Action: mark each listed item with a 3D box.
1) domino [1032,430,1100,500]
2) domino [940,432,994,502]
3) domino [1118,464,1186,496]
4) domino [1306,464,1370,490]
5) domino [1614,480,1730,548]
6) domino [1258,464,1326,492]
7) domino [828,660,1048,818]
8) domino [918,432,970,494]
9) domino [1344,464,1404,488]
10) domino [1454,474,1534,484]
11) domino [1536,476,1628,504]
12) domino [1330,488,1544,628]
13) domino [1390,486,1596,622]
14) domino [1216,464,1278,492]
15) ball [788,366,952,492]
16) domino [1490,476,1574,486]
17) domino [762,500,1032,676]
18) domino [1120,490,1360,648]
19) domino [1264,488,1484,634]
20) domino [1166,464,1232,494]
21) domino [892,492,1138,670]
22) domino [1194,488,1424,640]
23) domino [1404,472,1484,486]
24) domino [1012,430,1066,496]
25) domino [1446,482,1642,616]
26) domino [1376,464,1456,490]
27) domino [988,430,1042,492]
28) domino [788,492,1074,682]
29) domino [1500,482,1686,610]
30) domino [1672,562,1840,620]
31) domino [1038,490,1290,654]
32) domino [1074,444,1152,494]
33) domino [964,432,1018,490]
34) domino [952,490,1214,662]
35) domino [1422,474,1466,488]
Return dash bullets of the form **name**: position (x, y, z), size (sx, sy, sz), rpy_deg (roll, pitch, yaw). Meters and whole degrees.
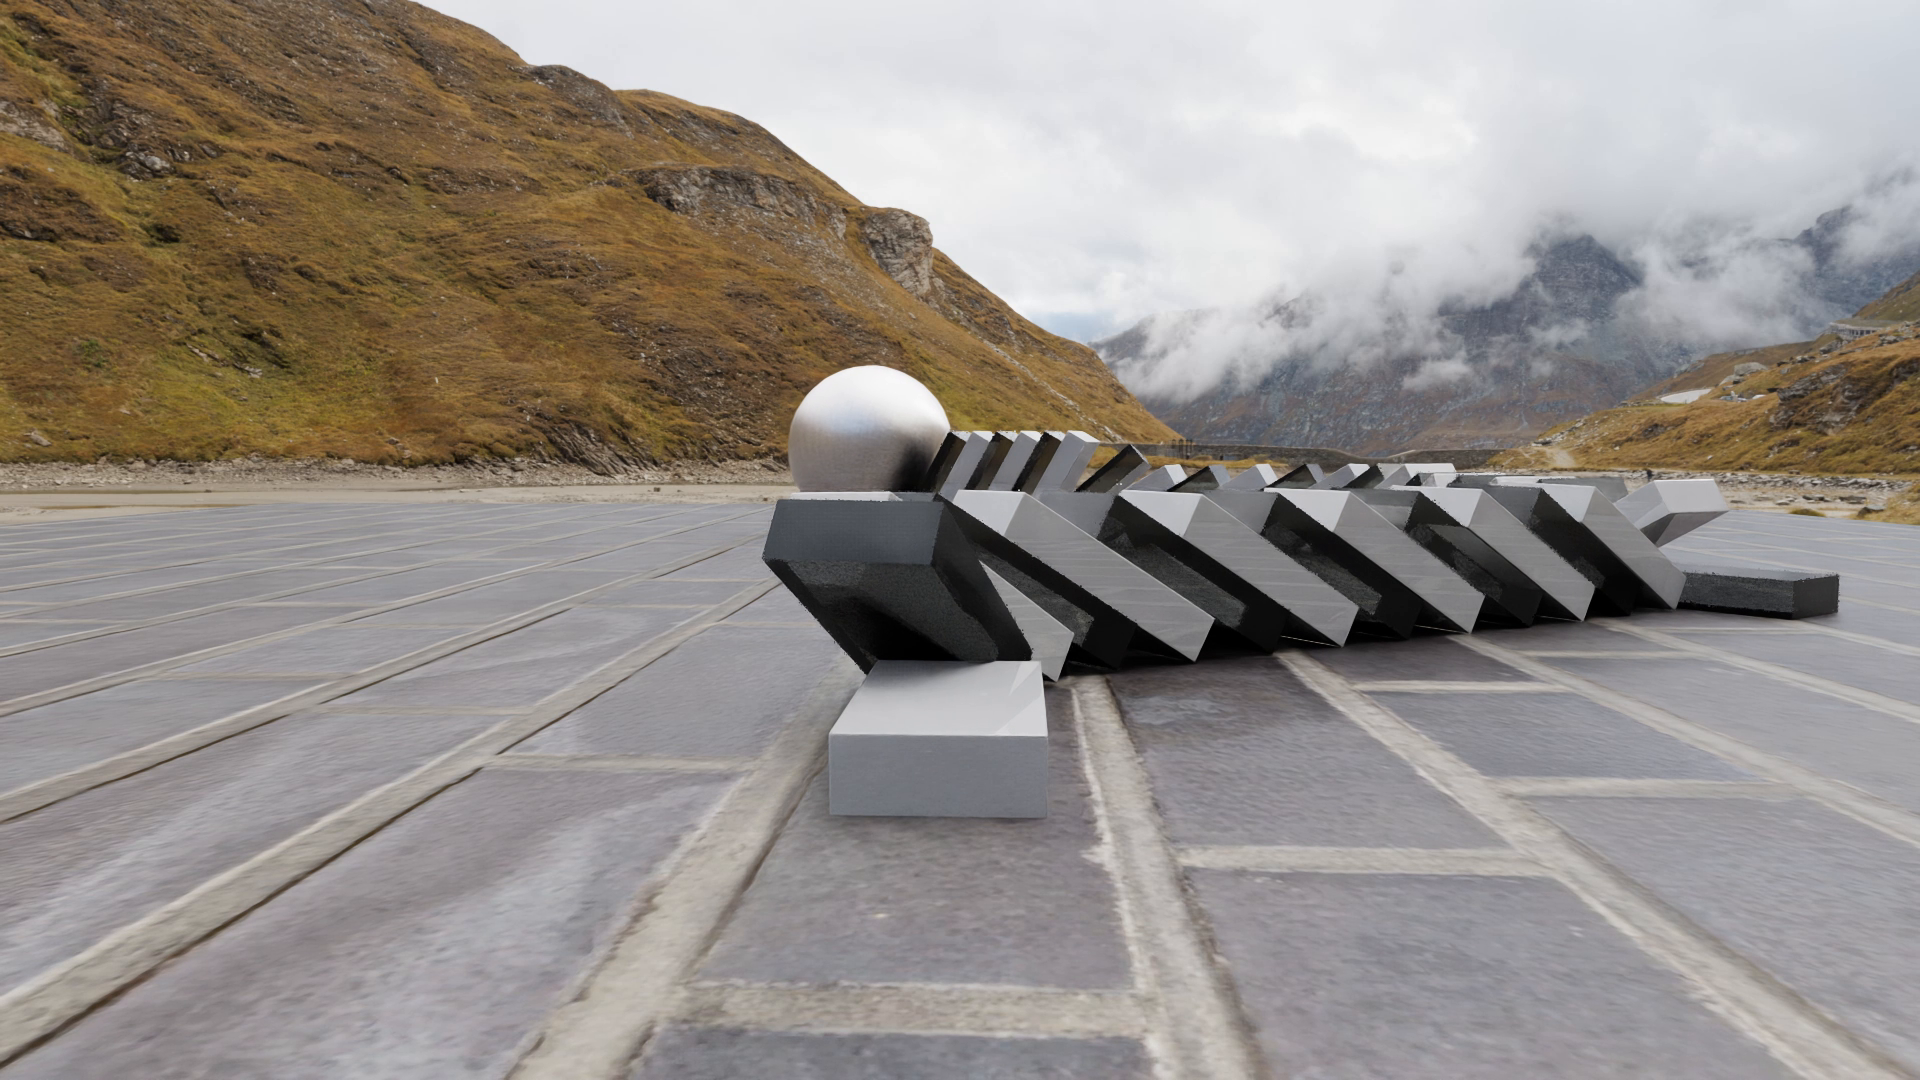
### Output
- **domino**: position (0.043, -0.024, 0.565), size (0.009, 0.050, 0.025), rpy_deg (33, 14, 15)
- **domino**: position (0.002, -0.025, 0.582), size (0.010, 0.050, 0.025), rpy_deg (33, 14, 15)
- **domino**: position (0.071, -0.015, 0.545), size (0.050, 0.010, 0.025), rpy_deg (-32, -9, 23)
- **domino**: position (0.138, -0.013, 0.508), size (0.050, 0.010, 0.025), rpy_deg (-35, -16, 30)
- **domino**: position (0.180, 0.000, 0.353), size (0.025, 0.009, 0.050), rpy_deg (-2, -25, -27)
- **domino**: position (0.123, -0.014, 0.520), size (0.050, 0.009, 0.025), rpy_deg (-33, -12, 24)
- **domino**: position (-0.001, 0.025, 0.171), size (0.025, 0.009, 0.050), rpy_deg (0, 4, 3)
- **domino**: position (-0.008, -0.025, 0.586), size (0.009, 0.050, 0.025), rpy_deg (33, 14, 15)
- **domino**: position (0.149, -0.012, 0.490), size (0.025, 0.009, 0.050), rpy_deg (-3, -28, -40)
- **domino**: position (0.160, -0.005, 0.410), size (0.025, 0.009, 0.050), rpy_deg (-1, -25, -10)
- **domino**: position (0.167, -0.002, 0.372), size (0.025, 0.009, 0.050), rpy_deg (-2, -25, -11)
- **domino**: position (0.109, 0.004, 0.297), size (0.050, 0.009, 0.025), rpy_deg (31, -12, -29)
- **domino**: position (0.126, 0.003, 0.306), size (0.050, 0.010, 0.025), rpy_deg (31, -12, -29)
- **domino**: position (0.105, -0.014, 0.528), size (0.050, 0.009, 0.025), rpy_deg (-33, -10, 24)
- **ball**: position (-0.043, -0.044, 0.622), size (0.080, 0.080, 0.080), rpy_deg (0, 4, 0)
- **domino**: position (0.163, -0.003, 0.391), size (0.025, 0.010, 0.050), rpy_deg (-1, -25, -10)
- **domino**: position (-0.008, 0.011, 0.196), size (0.025, 0.009, 0.050), rpy_deg (2, -28, 20)
- **domino**: position (0.057, 0.006, 0.268), size (0.050, 0.010, 0.025), rpy_deg (31, -12, -28)
- **domino**: position (0.091, 0.005, 0.287), size (0.050, 0.009, 0.025), rpy_deg (31, -12, -28)
- **domino**: position (0.088, -0.015, 0.536), size (0.050, 0.009, 0.025), rpy_deg (-32, -10, 24)
- **domino**: position (0.006, 0.008, 0.238), size (0.050, 0.009, 0.025), rpy_deg (33, -14, -28)
- **domino**: position (0.074, 0.005, 0.278), size (0.050, 0.009, 0.025), rpy_deg (31, -12, -28)
- **domino**: position (0.160, -0.008, 0.450), size (0.025, 0.009, 0.050), rpy_deg (-1, -25, -15)
- **domino**: position (0.033, -0.024, 0.571), size (0.009, 0.050, 0.025), rpy_deg (33, 14, 15)
- **domino**: position (0.143, 0.002, 0.316), size (0.050, 0.009, 0.025), rpy_deg (31, -12, -31)
- **domino**: position (0.157, -0.011, 0.472), size (0.025, 0.010, 0.050), rpy_deg (-2, -28, -31)
- **domino**: position (0.023, -0.025, 0.574), size (0.009, 0.050, 0.025), rpy_deg (33, 14, 15)
- **domino**: position (-0.006, 0.009, 0.219), size (0.025, 0.010, 0.050), rpy_deg (2, -28, 46)
- **domino**: position (0.160, 0.002, 0.326), size (0.050, 0.010, 0.025), rpy_deg (31, -12, -31)
- **domino**: position (0.197, 0.013, 0.337), size (0.025, 0.009, 0.050), rpy_deg (-3, 5, -34)
- **domino**: position (0.040, 0.007, 0.259), size (0.050, 0.010, 0.025), rpy_deg (31, -12, -27)
- **domino**: position (0.060, -0.021, 0.558), size (0.050, 0.010, 0.025), rpy_deg (-40, -12, 11)
- **domino**: position (0.012, -0.025, 0.578), size (0.009, 0.050, 0.025), rpy_deg (33, 14, 15)
- **domino**: position (0.023, 0.007, 0.249), size (0.050, 0.010, 0.025), rpy_deg (32, -12, -26)
- **domino**: position (0.159, -0.006, 0.429), size (0.025, 0.010, 0.050), rpy_deg (-1, -25, -10)
